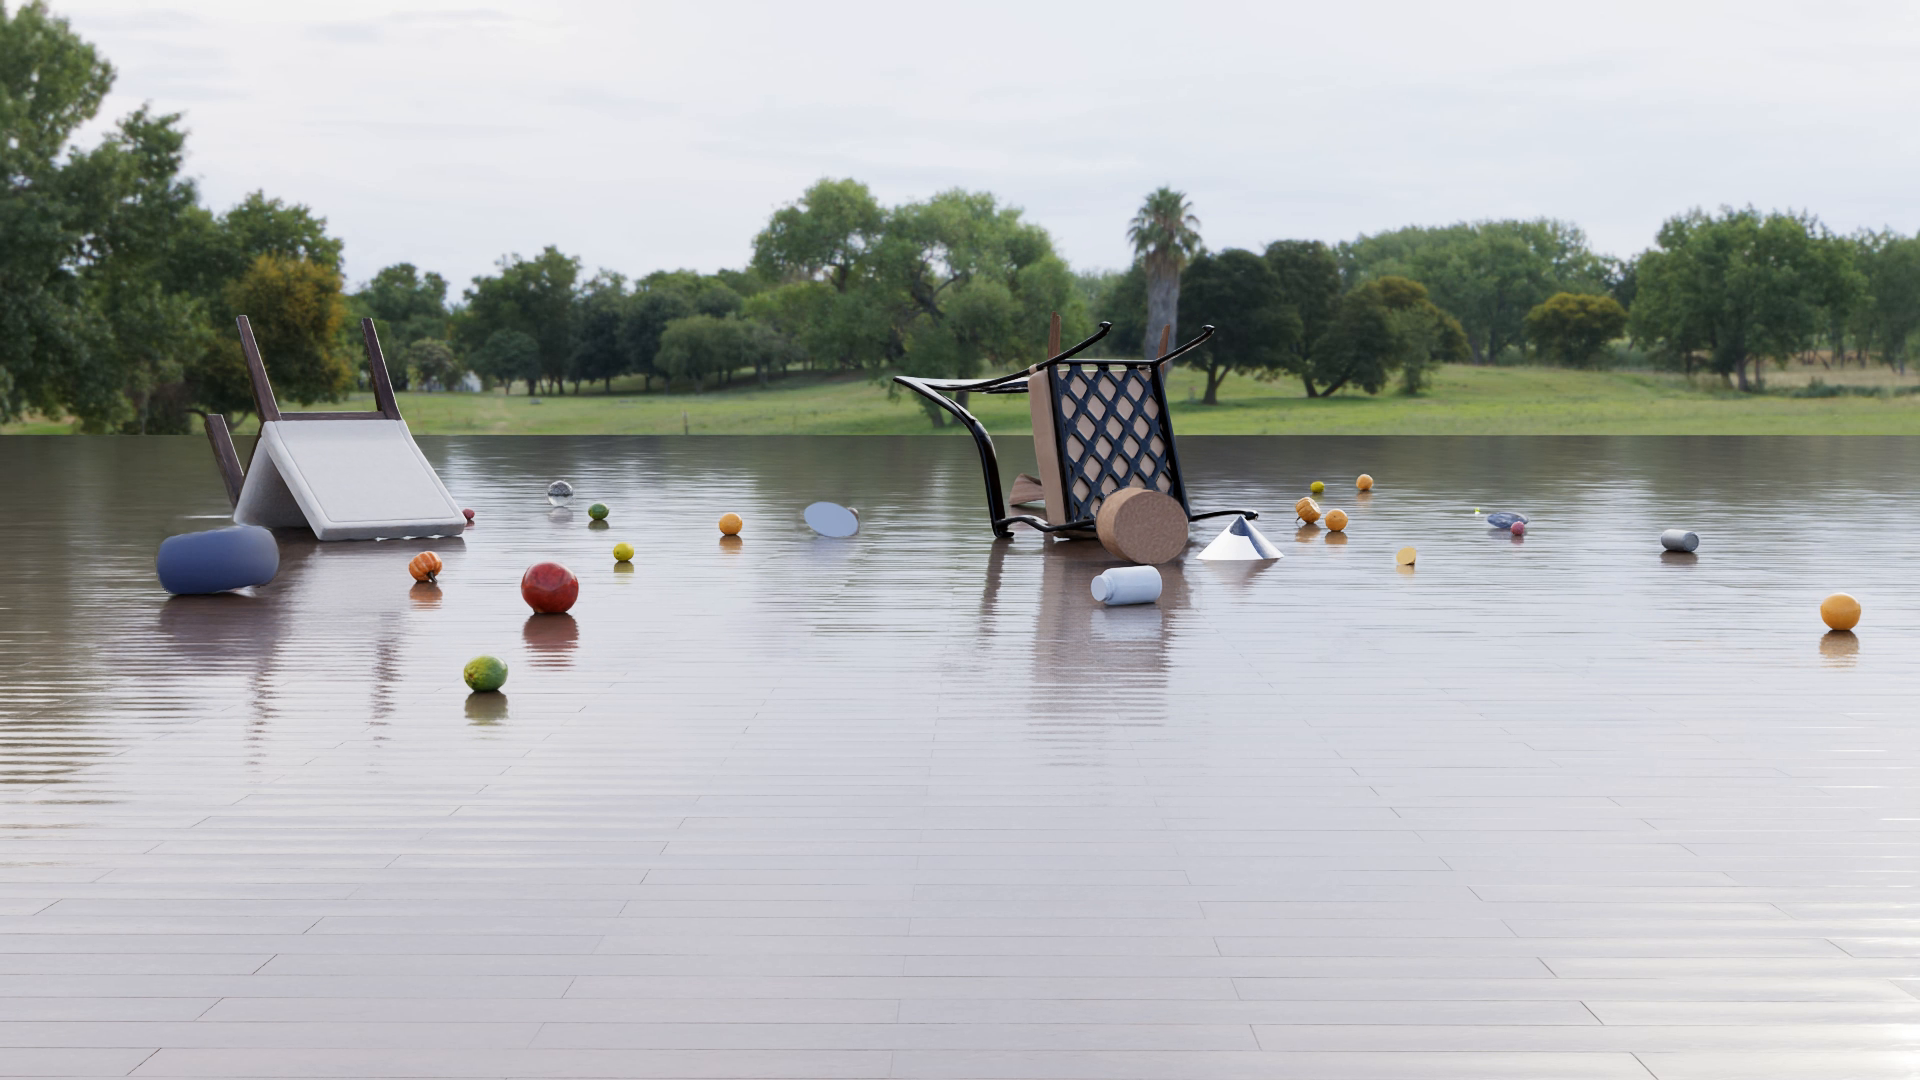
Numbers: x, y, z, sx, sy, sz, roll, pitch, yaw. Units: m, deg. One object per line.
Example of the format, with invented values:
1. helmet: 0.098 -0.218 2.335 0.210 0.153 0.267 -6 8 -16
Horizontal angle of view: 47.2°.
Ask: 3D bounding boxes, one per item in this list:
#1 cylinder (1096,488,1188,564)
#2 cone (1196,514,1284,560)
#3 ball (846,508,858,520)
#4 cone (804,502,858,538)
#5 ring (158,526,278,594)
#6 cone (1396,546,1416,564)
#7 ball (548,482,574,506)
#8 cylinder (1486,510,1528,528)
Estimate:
1. cylinder: 0.472 -0.037 5.699 0.199 0.189 0.177 14 1 -12
2. cone: 0.752 -0.012 5.897 0.282 0.112 0.188 -3 5 -40
3. ball: -0.363 -0.079 7.293 0.056 0.056 0.056 0 4 0
4. cone: -0.412 -0.037 6.705 0.176 0.116 0.107 11 -31 -23
5. ring: -1.633 0.043 4.844 0.261 0.129 0.192 -9 5 -35
6. cone: 1.160 0.050 5.658 0.041 0.052 0.062 37 -13 -35
7. ball: -1.524 -0.176 8.390 0.098 0.098 0.098 0 4 0
8. cylinder: 1.779 -0.066 7.139 0.120 0.050 0.068 7 -3 30
